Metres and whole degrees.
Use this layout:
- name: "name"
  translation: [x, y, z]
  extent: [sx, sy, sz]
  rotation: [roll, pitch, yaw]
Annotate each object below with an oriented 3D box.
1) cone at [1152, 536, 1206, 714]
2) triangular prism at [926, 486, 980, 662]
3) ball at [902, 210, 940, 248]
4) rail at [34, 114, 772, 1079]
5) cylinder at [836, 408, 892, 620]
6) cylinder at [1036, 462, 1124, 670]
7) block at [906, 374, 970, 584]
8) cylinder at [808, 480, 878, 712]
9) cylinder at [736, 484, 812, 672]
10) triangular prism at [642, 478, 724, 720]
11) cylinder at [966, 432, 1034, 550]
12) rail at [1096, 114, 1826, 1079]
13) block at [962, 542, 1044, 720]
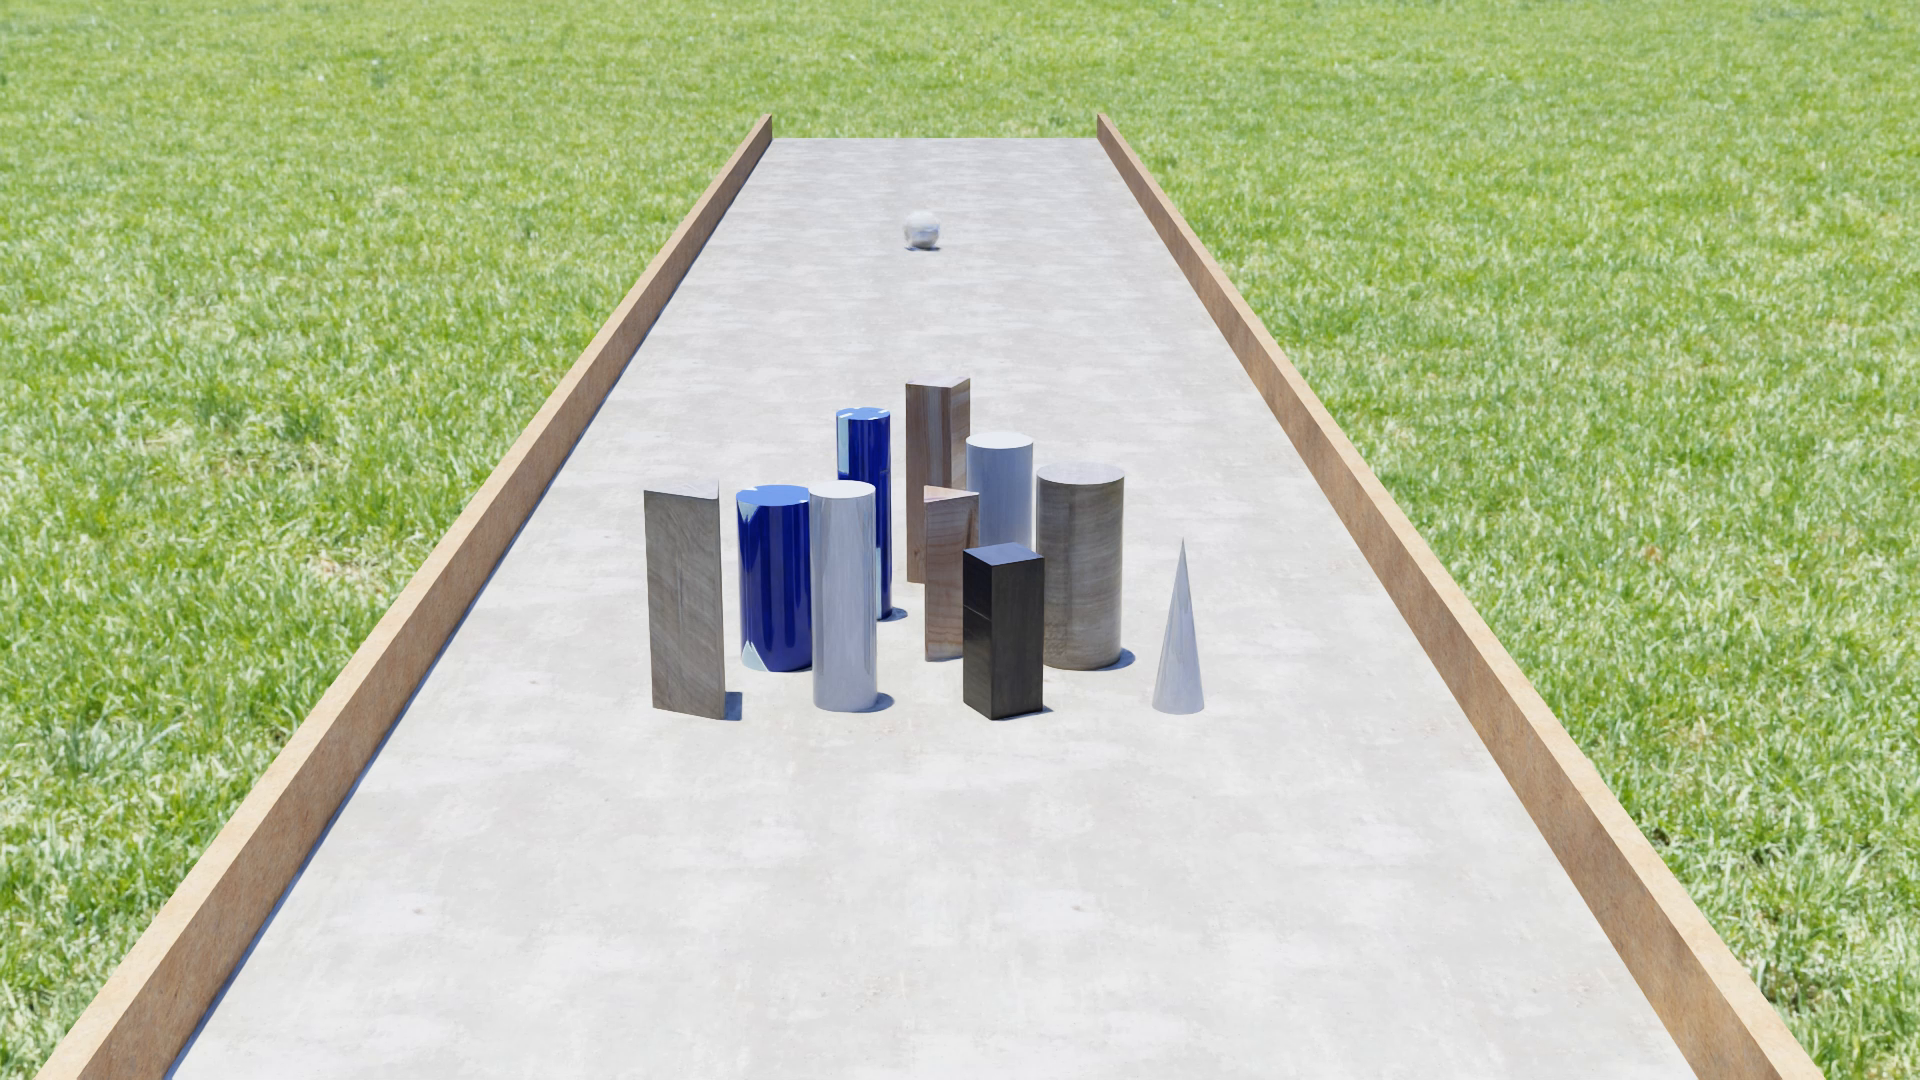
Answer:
- name: "cone"
  translation: [0.414, 0.152, 4.124]
  extent: [0.102, 0.337, 0.102]
  rotation: [0, 17, 0]
- name: "triangular prism"
  translation: [-0.042, 0.063, 4.432]
  extent: [0.123, 0.332, 0.107]
  rotation: [-10, 19, -29]
- name: "ball"
  translation: [-0.164, -1.328, 9.404]
  extent: [0.164, 0.164, 0.164]
  rotation: [0, 17, 0]
- name: "rail"
  translation: [-1.118, -0.838, 7.780]
  extent: [0.050, 0.150, 12.000]
  rotation: [0, 17, -1]
- name: "cylinder"
  translation: [-0.202, -0.054, 4.638]
  extent: [0.114, 0.438, 0.114]
  rotation: [0, 17, 0]
- name: "cylinder"
  translation: [0.237, 0.051, 4.384]
  extent: [0.174, 0.383, 0.174]
  rotation: [0, 17, 0]
- name: "block"
  translation: [-0.048, -0.132, 4.875]
  extent: [0.109, 0.453, 0.109]
  rotation: [7, 18, 21]
- name: "cylinder"
  translation: [-0.219, 0.106, 4.136]
  extent: [0.124, 0.418, 0.124]
  rotation: [0, 17, 0]
- name: "cylinder"
  translation: [-0.362, 0.075, 4.373]
  extent: [0.158, 0.342, 0.158]
  rotation: [0, 17, 0]
- name: "triangular prism"
  translation: [-0.484, 0.104, 4.128]
  extent: [0.154, 0.428, 0.134]
  rotation: [8, 18, 24]
- name: "cylinder"
  translation: [0.083, -0.026, 4.646]
  extent: [0.142, 0.381, 0.142]
  rotation: [0, 17, 0]
- name: "rail"
  translation: [0.932, -0.844, 7.801]
  extent: [0.050, 0.150, 12.000]
  rotation: [0, 17, -1]
- name: "block"
  translation: [0.081, 0.170, 4.123]
  extent: [0.112, 0.303, 0.112]
  rotation: [-9, 19, -27]
